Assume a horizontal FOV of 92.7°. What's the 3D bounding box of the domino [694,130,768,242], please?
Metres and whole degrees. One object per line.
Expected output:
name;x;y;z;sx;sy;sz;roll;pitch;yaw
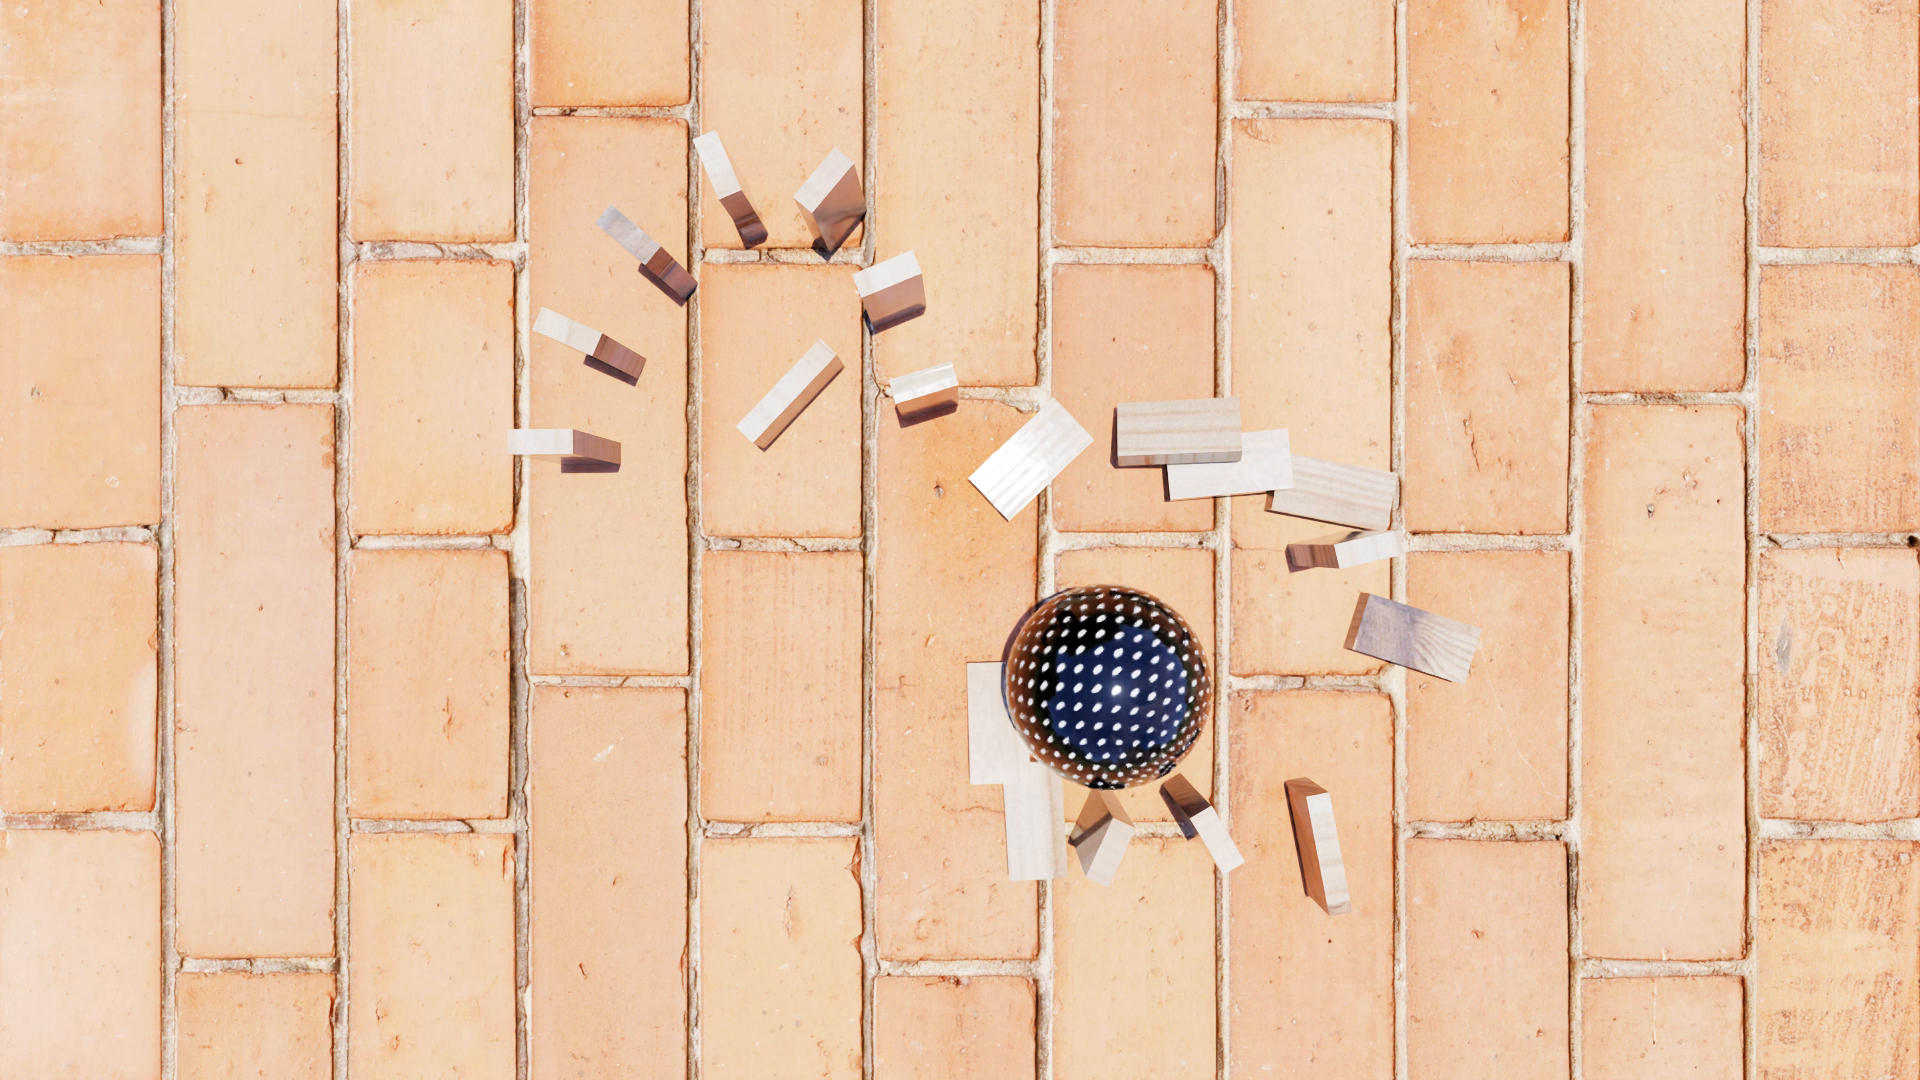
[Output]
domino;-0.093;-0.143;0.375;0.009;0.050;0.025;-23;90;0

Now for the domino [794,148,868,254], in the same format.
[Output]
domino;-0.052;-0.138;0.375;0.010;0.050;0.025;40;90;0

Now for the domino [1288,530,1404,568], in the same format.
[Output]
domino;0.156;0.004;0.375;0.025;0.050;0.009;-13;90;0

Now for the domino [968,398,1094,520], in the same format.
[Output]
domino;0.030;-0.035;0.395;0.050;0.010;0.025;-44;90;0

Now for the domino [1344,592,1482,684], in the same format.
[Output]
domino;0.195;0.042;0.395;0.050;0.010;0.025;17;90;0

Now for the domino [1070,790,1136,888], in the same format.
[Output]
domino;0.058;0.120;0.375;0.010;0.050;0.025;25;90;0

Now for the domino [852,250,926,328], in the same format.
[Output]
domino;-0.028;-0.102;0.375;0.025;0.050;0.009;-22;90;0

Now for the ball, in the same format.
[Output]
ball;0.058;0.057;0.360;0.080;0.080;0.080;0;90;0

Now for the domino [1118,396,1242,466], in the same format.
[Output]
domino;0.092;-0.046;0.386;0.050;0.010;0.025;-1;68;12

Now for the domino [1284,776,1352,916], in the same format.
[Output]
domino;0.151;0.129;0.388;0.010;0.025;0.050;-11;90;0

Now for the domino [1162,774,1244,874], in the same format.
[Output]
domino;0.098;0.115;0.375;0.010;0.050;0.025;-31;90;0

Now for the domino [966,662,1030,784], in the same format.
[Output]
domino;0.016;0.078;0.390;0.025;0.009;0.050;-2;77;0

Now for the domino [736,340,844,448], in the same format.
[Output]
domino;-0.071;-0.061;0.388;0.009;0.025;0.050;44;90;0

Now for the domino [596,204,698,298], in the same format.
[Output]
domino;-0.127;-0.117;0.375;0.025;0.050;0.009;40;90;0

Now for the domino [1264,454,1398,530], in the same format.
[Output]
domino;0.160;-0.021;0.395;0.050;0.010;0.025;11;90;0

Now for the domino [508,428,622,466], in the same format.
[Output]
domino;-0.160;-0.038;0.375;0.025;0.050;0.009;0;90;0

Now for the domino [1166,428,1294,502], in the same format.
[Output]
domino;0.114;-0.032;0.390;0.050;0.010;0.025;-5;87;11

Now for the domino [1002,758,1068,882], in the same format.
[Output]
domino;0.032;0.120;0.395;0.025;0.009;0.050;-3;90;0

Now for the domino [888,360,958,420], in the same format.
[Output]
domino;-0.014;-0.060;0.375;0.025;0.050;0.009;-17;90;0

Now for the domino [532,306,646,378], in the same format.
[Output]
domino;-0.150;-0.080;0.375;0.025;0.050;0.009;24;90;0
